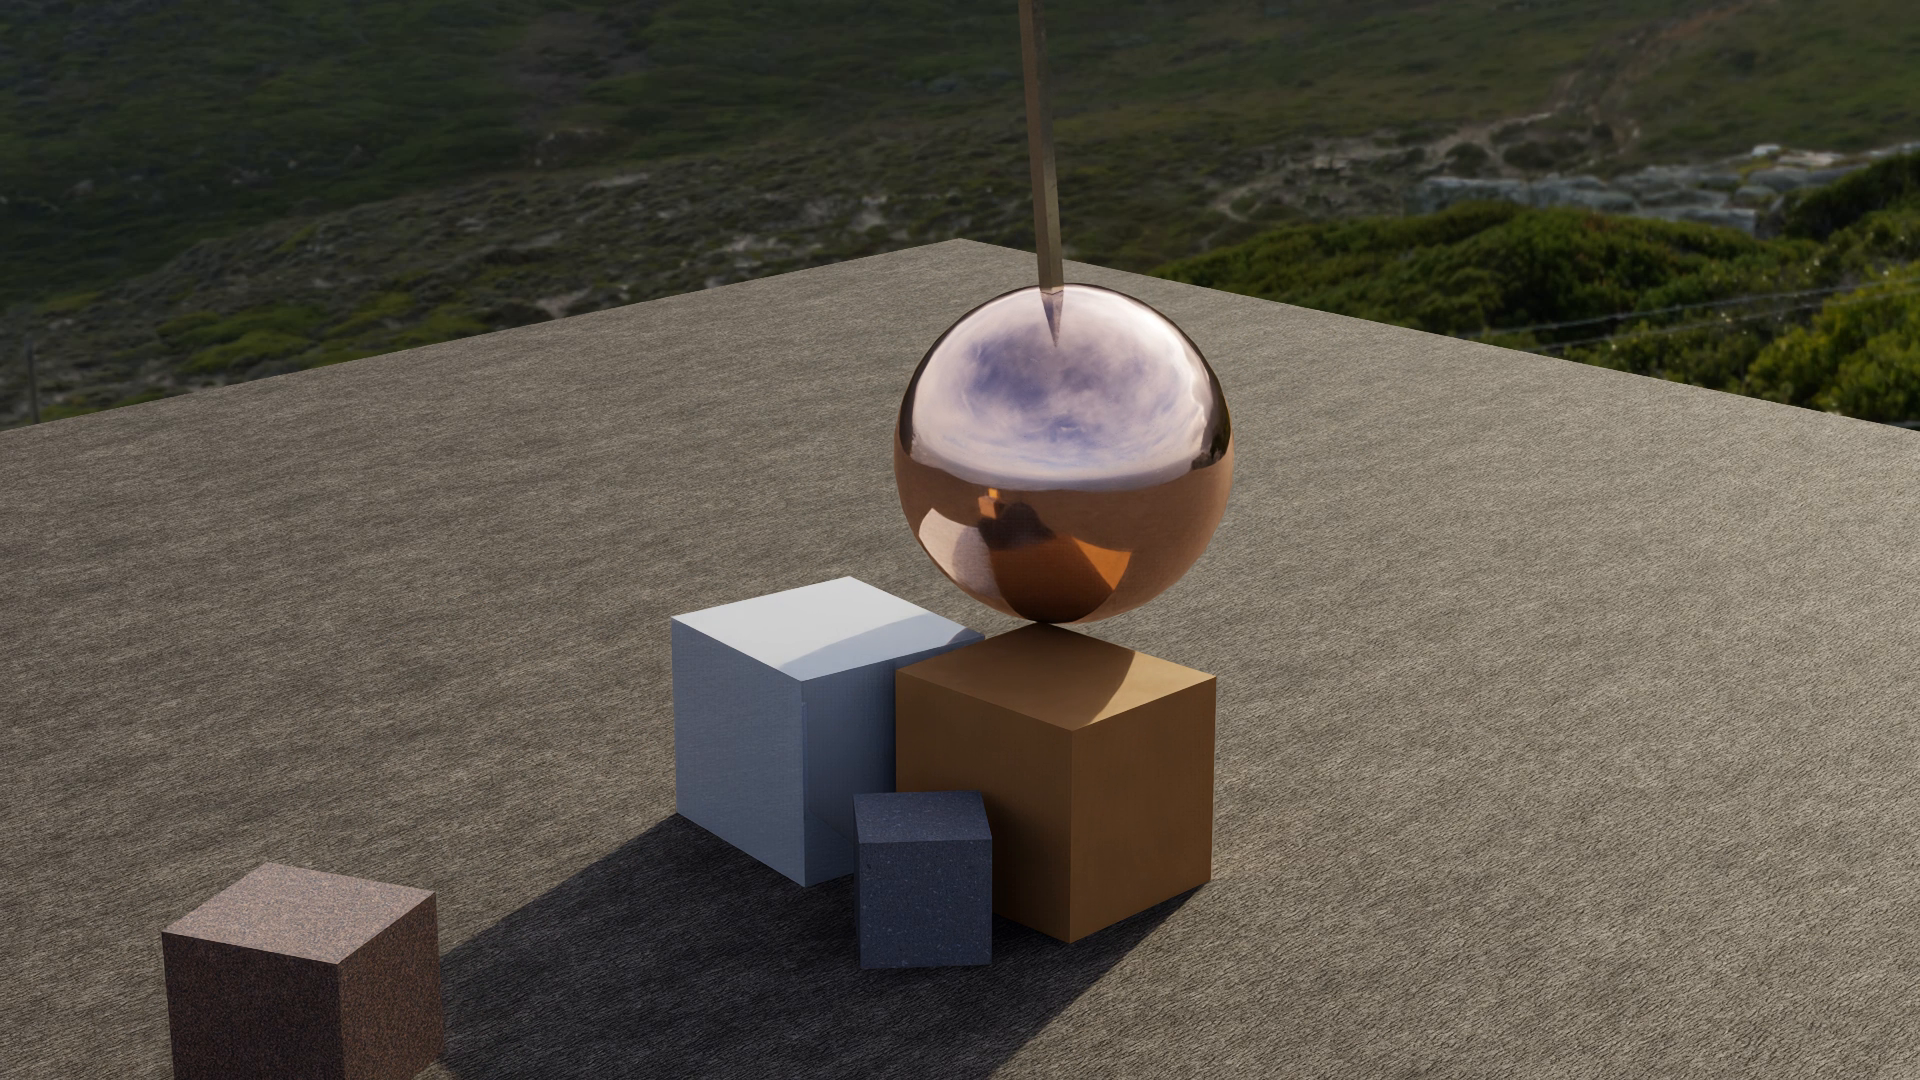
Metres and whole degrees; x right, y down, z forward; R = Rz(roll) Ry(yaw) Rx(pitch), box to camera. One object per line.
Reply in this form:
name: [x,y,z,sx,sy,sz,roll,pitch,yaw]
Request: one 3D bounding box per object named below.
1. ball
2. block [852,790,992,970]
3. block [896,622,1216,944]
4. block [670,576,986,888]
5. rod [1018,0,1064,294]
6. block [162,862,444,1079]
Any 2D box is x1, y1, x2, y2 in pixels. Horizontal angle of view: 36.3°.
ball: [0.486,-0.404,13.724,1.600,1.600,1.600,0,17,0]
block: [-0.167,1.466,12.710,0.562,0.582,0.546,-1,18,-5]
block: [0.428,1.069,13.292,1.080,0.990,0.951,17,24,42]
block: [-0.625,0.879,13.888,1.029,0.996,1.102,-13,21,-35]
rod: [0.210,-3.544,12.448,0.080,5.200,0.080,17,31,42]
block: [-2.566,1.779,11.514,0.786,0.702,0.703,7,19,20]
